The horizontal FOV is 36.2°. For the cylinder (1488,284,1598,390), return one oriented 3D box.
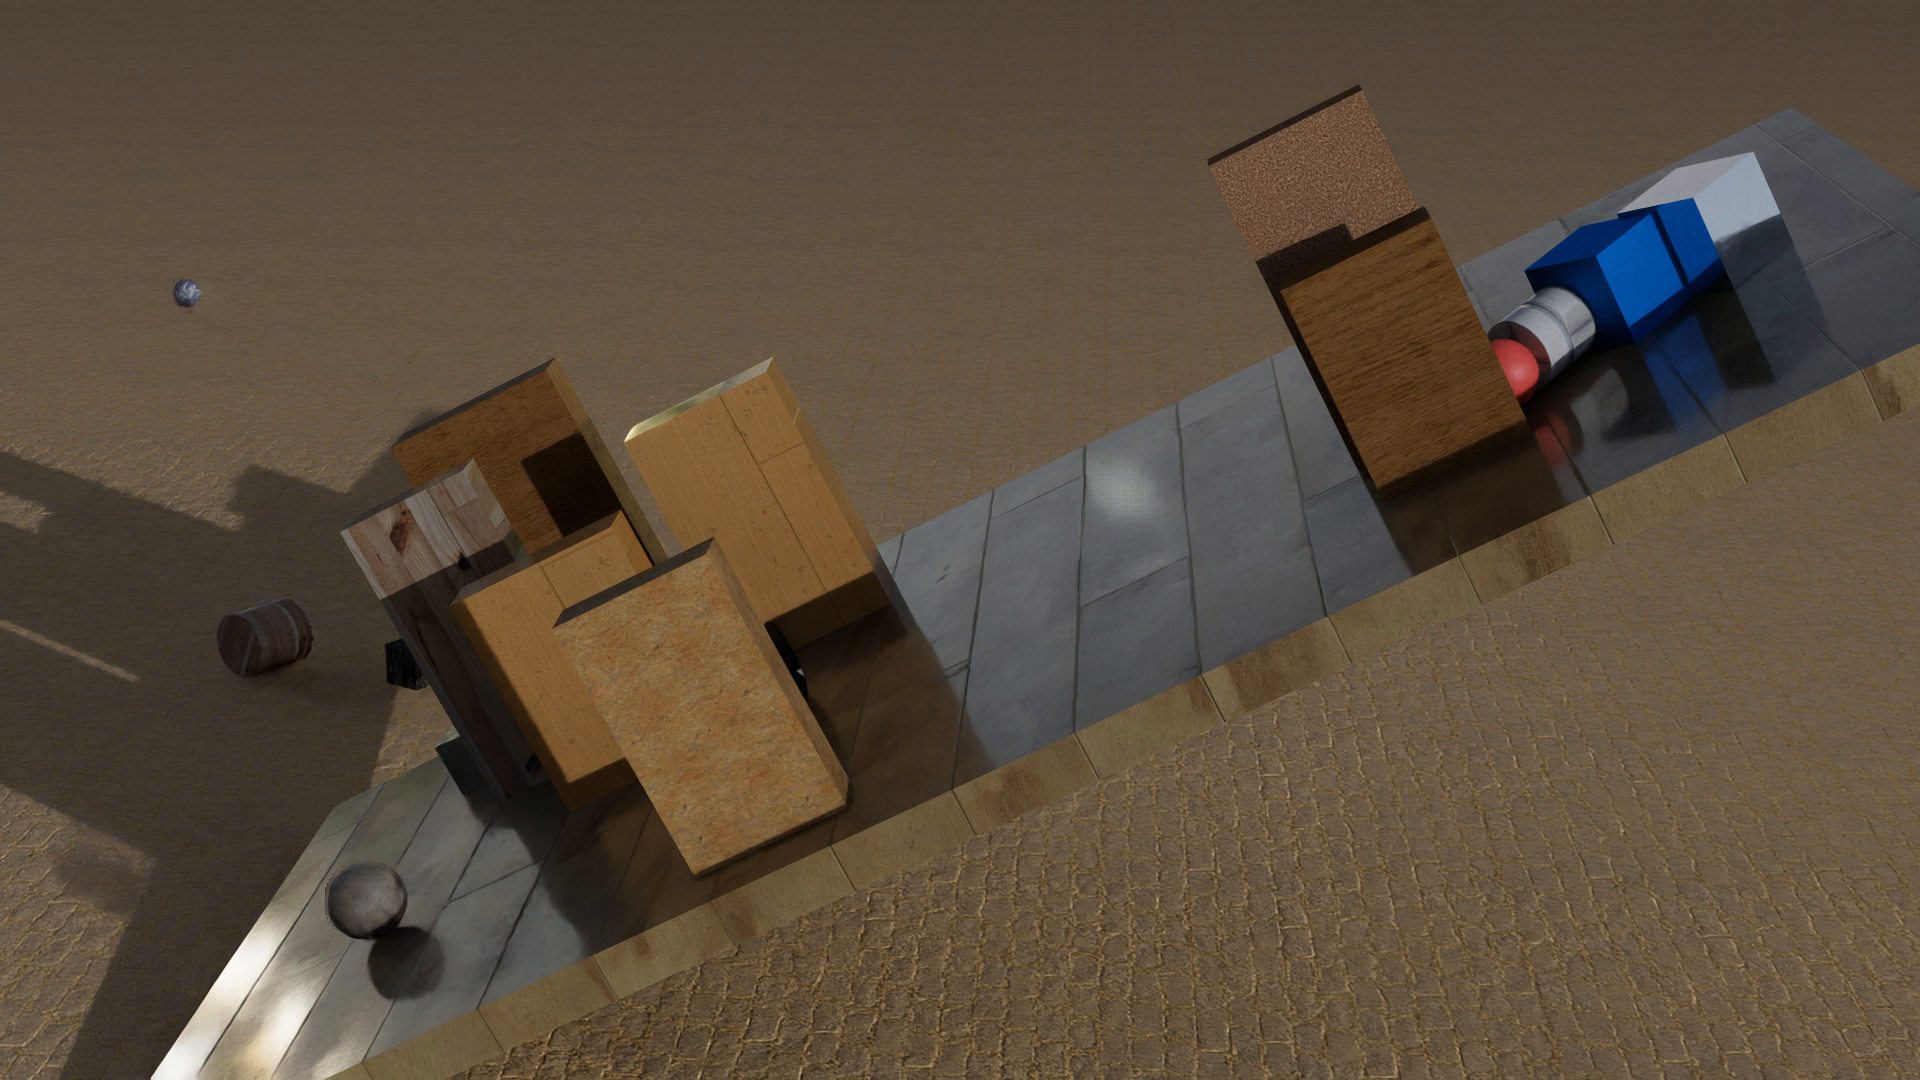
[{"bbox_3d":[1.156,-0.403,5.847,0.156,0.156,0.156,-36,35,-31],"label":"cylinder"}]

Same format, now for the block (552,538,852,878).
[{"bbox_3d":[-0.480,0.318,5.539,0.327,0.557,0.111,-26,14,10],"label":"block"}]

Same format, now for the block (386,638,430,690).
[{"bbox_3d":[-1.618,0.362,8.740,0.121,0.121,0.121,11,20,33],"label":"block"}]

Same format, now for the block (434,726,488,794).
[{"bbox_3d":[-1.153,0.503,7.069,0.132,0.132,0.132,-23,14,19],"label":"block"}]

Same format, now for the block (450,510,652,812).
[{"bbox_3d":[-0.794,0.265,6.400,0.398,0.529,0.136,-26,14,10],"label":"block"}]

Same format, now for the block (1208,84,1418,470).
[{"bbox_3d":[0.791,-0.516,5.835,0.330,0.689,0.082,-26,14,10],"label":"block"}]

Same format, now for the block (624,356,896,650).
[{"bbox_3d":[-0.455,-0.059,6.757,0.368,0.608,0.149,-26,14,10],"label":"block"}]

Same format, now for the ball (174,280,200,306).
[{"bbox_3d":[-3.614,-1.155,13.753,0.126,0.126,0.126,0,17,0],"label":"ball"}]

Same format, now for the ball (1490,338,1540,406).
[{"bbox_3d":[1.062,-0.322,5.762,0.144,0.144,0.144,0,17,0],"label":"ball"}]

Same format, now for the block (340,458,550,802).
[{"bbox_3d":[-1.085,0.211,6.735,0.323,0.729,0.109,-26,14,10],"label":"block"}]

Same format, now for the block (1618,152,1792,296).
[{"bbox_3d":[1.494,-0.626,5.899,0.205,0.205,0.205,-36,16,-30],"label":"block"}]

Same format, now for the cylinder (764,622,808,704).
[{"bbox_3d":[-0.458,0.304,6.313,0.196,0.196,0.196,-25,14,11],"label":"cylinder"}]

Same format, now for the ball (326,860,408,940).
[{"bbox_3d":[-1.259,0.765,6.243,0.168,0.168,0.168,0,17,0],"label":"ball"}]

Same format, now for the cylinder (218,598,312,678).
[{"bbox_3d":[-2.086,0.294,8.830,0.197,0.197,0.197,12,21,35],"label":"cylinder"}]

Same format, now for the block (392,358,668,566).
[{"bbox_3d":[-0.982,0.011,7.125,0.429,0.794,0.130,-26,14,10],"label":"block"}]

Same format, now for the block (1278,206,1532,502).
[{"bbox_3d":[0.848,-0.354,5.620,0.310,0.460,0.129,-26,14,10],"label":"block"}]

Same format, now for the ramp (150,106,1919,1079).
[{"bbox_3d":[0.139,0.168,6.281,4.000,0.100,2.000,-26,14,10],"label":"ramp"}]

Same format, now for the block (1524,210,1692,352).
[{"bbox_3d":[1.298,-0.513,5.889,0.195,0.195,0.195,-36,16,-31],"label":"block"}]
